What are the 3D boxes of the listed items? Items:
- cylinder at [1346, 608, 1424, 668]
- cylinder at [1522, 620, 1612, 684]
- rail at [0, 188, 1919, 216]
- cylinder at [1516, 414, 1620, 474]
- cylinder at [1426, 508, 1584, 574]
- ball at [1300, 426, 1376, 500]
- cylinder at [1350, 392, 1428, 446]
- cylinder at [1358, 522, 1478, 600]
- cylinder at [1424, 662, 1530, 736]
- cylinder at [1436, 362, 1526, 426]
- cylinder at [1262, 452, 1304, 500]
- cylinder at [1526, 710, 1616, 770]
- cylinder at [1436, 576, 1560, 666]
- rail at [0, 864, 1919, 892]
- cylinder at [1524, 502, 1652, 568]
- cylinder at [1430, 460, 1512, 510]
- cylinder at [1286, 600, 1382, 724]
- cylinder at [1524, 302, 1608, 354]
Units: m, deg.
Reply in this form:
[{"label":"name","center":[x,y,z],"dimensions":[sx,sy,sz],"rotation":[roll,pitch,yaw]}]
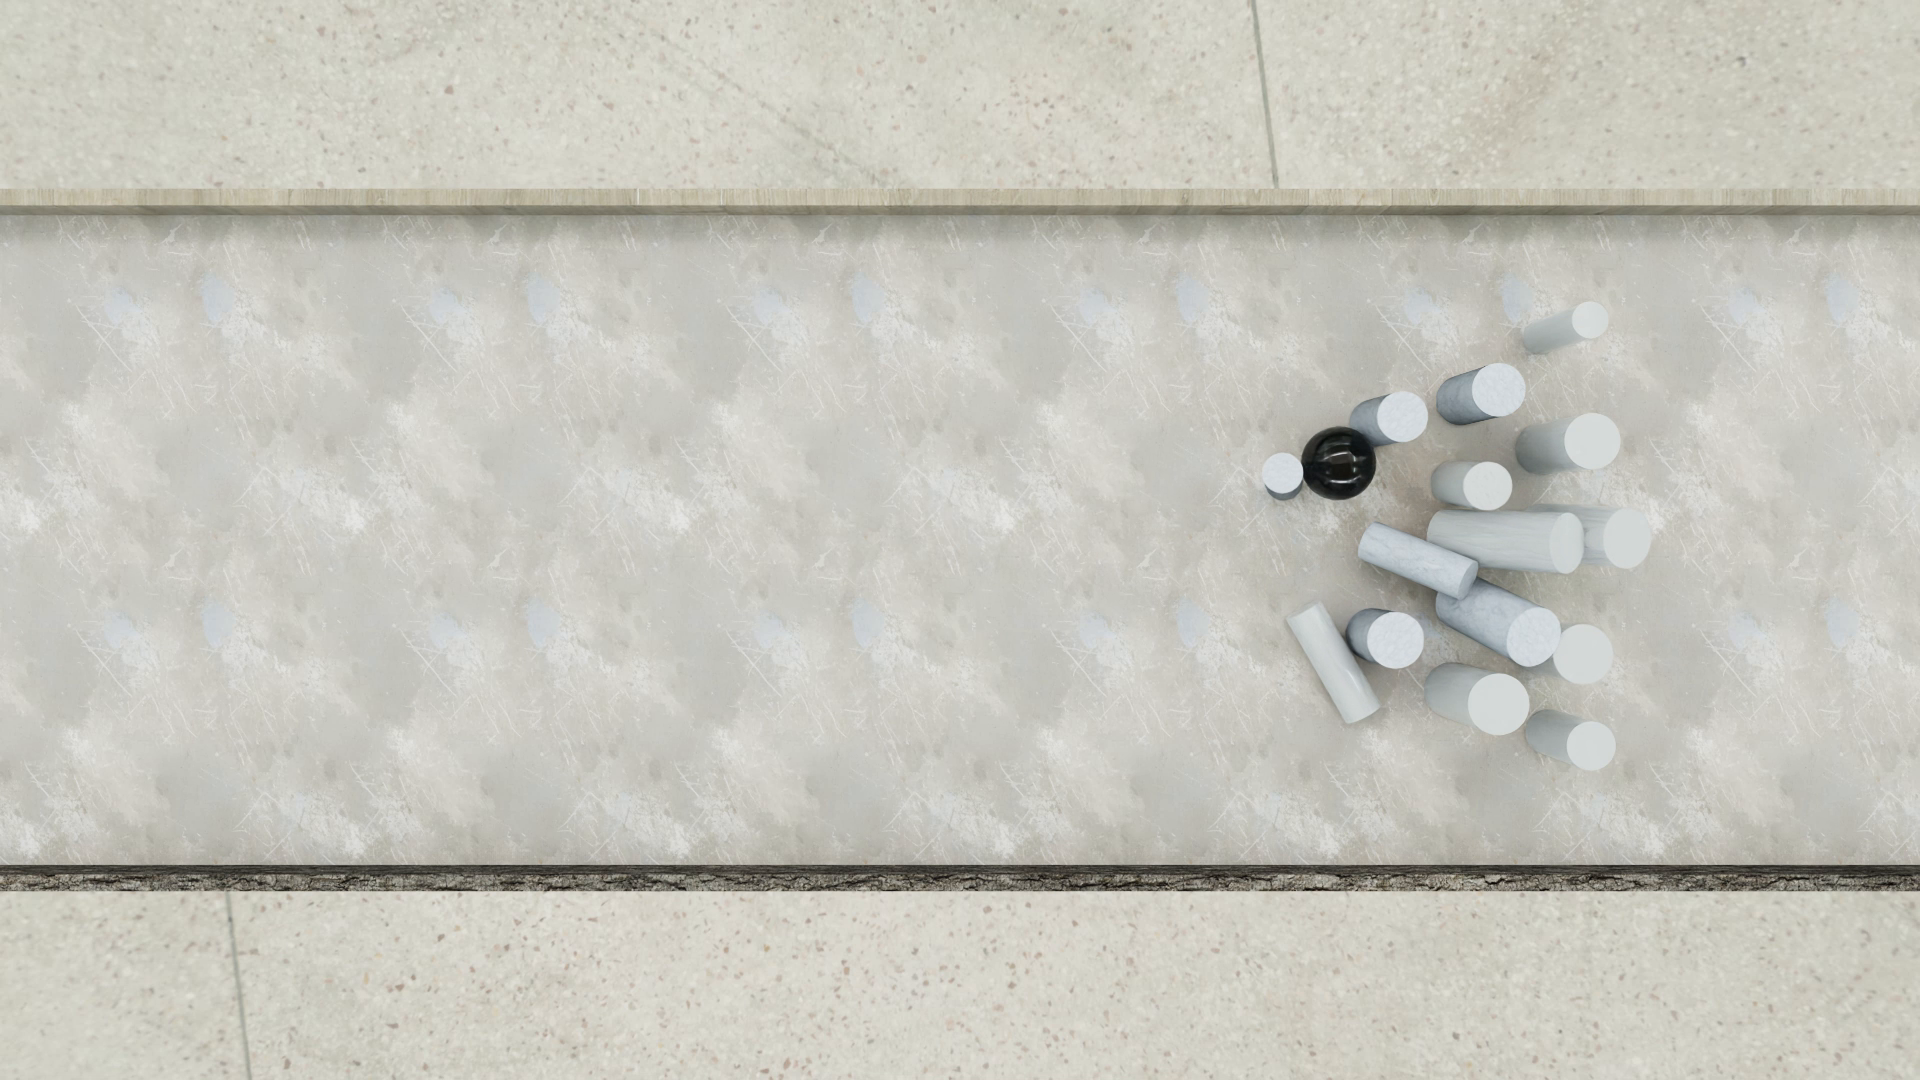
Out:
[{"label":"cylinder","center":[1.260,0.289,4.906],"dimensions":[0.162,0.334,0.162],"rotation":[0,90,3]},{"label":"cylinder","center":[1.789,0.328,4.907],"dimensions":[0.173,0.339,0.173],"rotation":[0,90,0]},{"label":"rail","center":[-2.247,-1.025,5.002],"dimensions":[12.000,0.150,0.050],"rotation":[0,90,0]},{"label":"cylinder","center":[1.788,-0.280,4.870],"dimensions":[0.159,0.414,0.159],"rotation":[0,90,0]},{"label":"cylinder","center":[1.602,0.000,4.857],"dimensions":[0.174,0.418,0.174],"rotation":[-2,94,-37]},{"label":"ball","center":[1.139,-0.230,4.964],"dimensions":[0.225,0.225,0.225],"rotation":[0,90,0]},{"label":"cylinder","center":[1.273,-0.358,4.913],"dimensions":[0.146,0.324,0.146],"rotation":[0,91,-1]},{"label":"cylinder","center":[1.369,0.060,4.936],"dimensions":[0.326,0.126,0.126],"rotation":[26,90,32]},{"label":"cylinder","center":[1.514,0.462,4.856],"dimensions":[0.173,0.441,0.173],"rotation":[0,90,0]},{"label":"cylinder","center":[1.541,-0.430,4.897],"dimensions":[0.154,0.359,0.154],"rotation":[0,90,0]},{"label":"cylinder","center":[0.953,-0.184,4.865],"dimensions":[0.114,0.409,0.114],"rotation":[0,88,12]},{"label":"cylinder","center":[1.810,0.591,4.903],"dimensions":[0.141,0.347,0.141],"rotation":[0,90,0]},{"label":"cylinder","center":[1.583,0.231,4.869],"dimensions":[0.176,0.376,0.176],"rotation":[-4,105,-15]},{"label":"rail","center":[-2.247,1.025,5.001],"dimensions":[12.000,0.150,0.050],"rotation":[0,90,0]},{"label":"cylinder","center":[1.838,-0.016,4.874],"dimensions":[0.175,0.366,0.175],"rotation":[-1,94,-21]},{"label":"cylinder","center":[1.500,-0.164,4.853],"dimensions":[0.136,0.436,0.136],"rotation":[0,93,4]},{"label":"cylinder","center":[1.136,0.369,5.016],"dimensions":[0.120,0.120,0.366],"rotation":[-30,90,0]},{"label":"cylinder","center":[1.785,-0.623,4.874],"dimensions":[0.104,0.405,0.104],"rotation":[0,90,0]}]
